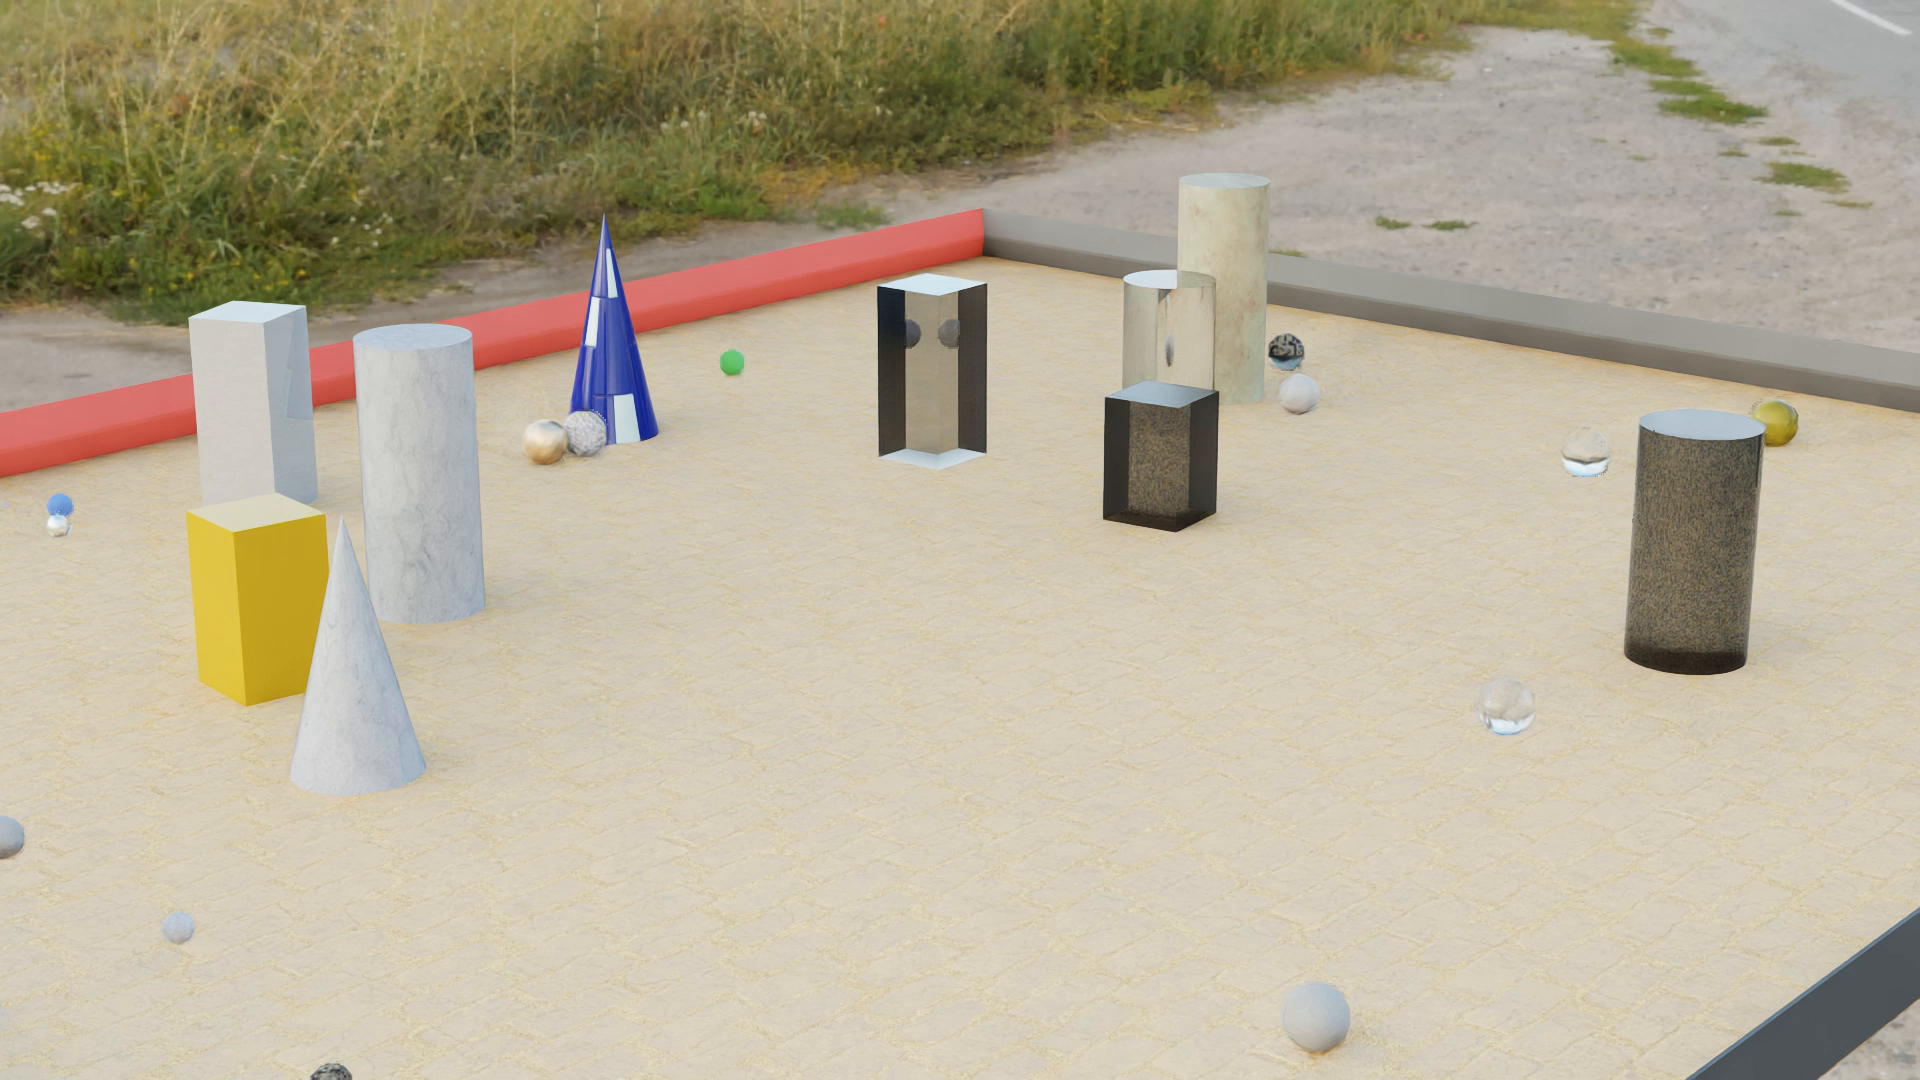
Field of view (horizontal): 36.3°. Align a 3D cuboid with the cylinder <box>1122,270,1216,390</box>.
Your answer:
[{"bbox_3d":[0.447,-0.411,6.295,0.198,0.302,0.198,0,17,0],"label":"cylinder"}]

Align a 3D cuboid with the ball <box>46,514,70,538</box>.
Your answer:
[{"bbox_3d":[-1.683,-0.026,5.467,0.043,0.043,0.043,0,17,0],"label":"ball"}]

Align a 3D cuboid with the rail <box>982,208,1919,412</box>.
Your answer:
[{"bbox_3d":[1.517,-0.472,6.792,3.898,0.129,0.045,14,22,39],"label":"rail"}]

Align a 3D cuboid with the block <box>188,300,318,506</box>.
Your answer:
[{"bbox_3d":[-1.351,-0.249,5.617,0.159,0.384,0.159,5,18,17],"label":"block"}]

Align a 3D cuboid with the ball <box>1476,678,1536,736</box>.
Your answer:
[{"bbox_3d":[0.831,0.253,4.459,0.089,0.089,0.089,0,17,0],"label":"ball"}]

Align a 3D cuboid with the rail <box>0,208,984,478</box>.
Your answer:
[{"bbox_3d":[-1.454,-0.332,6.329,0.045,0.129,4.674,14,22,39],"label":"rail"}]

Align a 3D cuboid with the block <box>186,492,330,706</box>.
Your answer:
[{"bbox_3d":[-1.108,0.092,4.653,0.159,0.285,0.159,-14,22,-38],"label":"block"}]

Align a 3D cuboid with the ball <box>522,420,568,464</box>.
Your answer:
[{"bbox_3d":[-0.842,-0.199,5.954,0.092,0.092,0.092,0,17,0],"label":"ball"}]

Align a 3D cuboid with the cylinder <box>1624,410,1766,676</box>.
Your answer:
[{"bbox_3d":[1.193,0.002,4.768,0.198,0.392,0.198,0,17,0],"label":"cylinder"}]

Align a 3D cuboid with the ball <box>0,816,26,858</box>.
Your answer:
[{"bbox_3d":[-1.307,0.406,4.005,0.058,0.058,0.058,0,17,0],"label":"ball"}]

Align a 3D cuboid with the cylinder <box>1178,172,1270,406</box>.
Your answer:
[{"bbox_3d":[0.577,-0.554,6.461,0.198,0.480,0.198,0,17,0],"label":"cylinder"}]

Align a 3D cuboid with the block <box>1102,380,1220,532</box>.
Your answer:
[{"bbox_3d":[0.382,-0.161,5.570,0.159,0.241,0.159,11,20,32],"label":"block"}]

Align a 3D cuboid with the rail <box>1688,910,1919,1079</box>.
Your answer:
[{"bbox_3d":[1.454,0.396,3.911,0.045,0.129,4.674,14,22,39],"label":"rail"}]

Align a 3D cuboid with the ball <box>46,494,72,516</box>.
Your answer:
[{"bbox_3d":[-1.716,-0.065,5.589,0.047,0.047,0.047,0,17,0],"label":"ball"}]

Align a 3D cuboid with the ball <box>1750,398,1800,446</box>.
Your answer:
[{"bbox_3d":[1.692,-0.244,6.093,0.099,0.099,0.099,0,17,0],"label":"ball"}]

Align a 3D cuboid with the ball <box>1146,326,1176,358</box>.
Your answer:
[{"bbox_3d":[0.475,-0.463,6.861,0.075,0.075,0.075,0,17,0],"label":"ball"}]

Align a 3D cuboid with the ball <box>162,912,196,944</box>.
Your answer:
[{"bbox_3d":[-0.997,0.495,3.742,0.041,0.041,0.041,0,17,0],"label":"ball"}]

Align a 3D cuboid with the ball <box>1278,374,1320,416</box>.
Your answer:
[{"bbox_3d":[0.733,-0.315,6.345,0.089,0.089,0.089,0,17,0],"label":"ball"}]

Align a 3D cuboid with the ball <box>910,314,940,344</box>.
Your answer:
[{"bbox_3d":[-0.083,-0.505,7.012,0.068,0.068,0.068,0,17,0],"label":"ball"}]

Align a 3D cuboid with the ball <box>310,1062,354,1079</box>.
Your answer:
[{"bbox_3d":[-0.711,0.617,3.318,0.050,0.050,0.050,0,17,0],"label":"ball"}]

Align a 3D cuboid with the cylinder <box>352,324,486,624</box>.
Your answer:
[{"bbox_3d":[-0.921,-0.114,5.005,0.198,0.478,0.198,0,17,0],"label":"cylinder"}]

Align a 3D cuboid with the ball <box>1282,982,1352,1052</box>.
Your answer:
[{"bbox_3d":[0.420,0.562,3.451,0.080,0.080,0.080,0,17,0],"label":"ball"}]

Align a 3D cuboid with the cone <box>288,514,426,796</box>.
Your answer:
[{"bbox_3d":[-0.889,0.150,4.269,0.198,0.396,0.198,0,17,0],"label":"cone"}]

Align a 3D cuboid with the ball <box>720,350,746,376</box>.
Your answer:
[{"bbox_3d":[-0.520,-0.406,6.698,0.059,0.059,0.059,0,17,0],"label":"ball"}]

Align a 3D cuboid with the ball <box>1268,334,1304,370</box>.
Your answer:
[{"bbox_3d":[0.750,-0.433,6.744,0.085,0.085,0.085,0,17,0],"label":"ball"}]

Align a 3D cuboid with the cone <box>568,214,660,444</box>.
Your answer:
[{"bbox_3d":[-0.737,-0.454,6.141,0.198,0.473,0.198,0,17,0],"label":"cone"}]

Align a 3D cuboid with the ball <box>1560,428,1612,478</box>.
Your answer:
[{"bbox_3d":[1.252,-0.174,5.861,0.099,0.099,0.099,0,17,0],"label":"ball"}]

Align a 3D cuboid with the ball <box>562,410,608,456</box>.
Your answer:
[{"bbox_3d":[-0.771,-0.218,6.013,0.095,0.095,0.095,0,17,0],"label":"ball"}]

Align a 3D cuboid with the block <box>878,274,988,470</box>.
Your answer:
[{"bbox_3d":[-0.056,-0.345,5.979,0.159,0.359,0.159,13,21,36],"label":"block"}]
